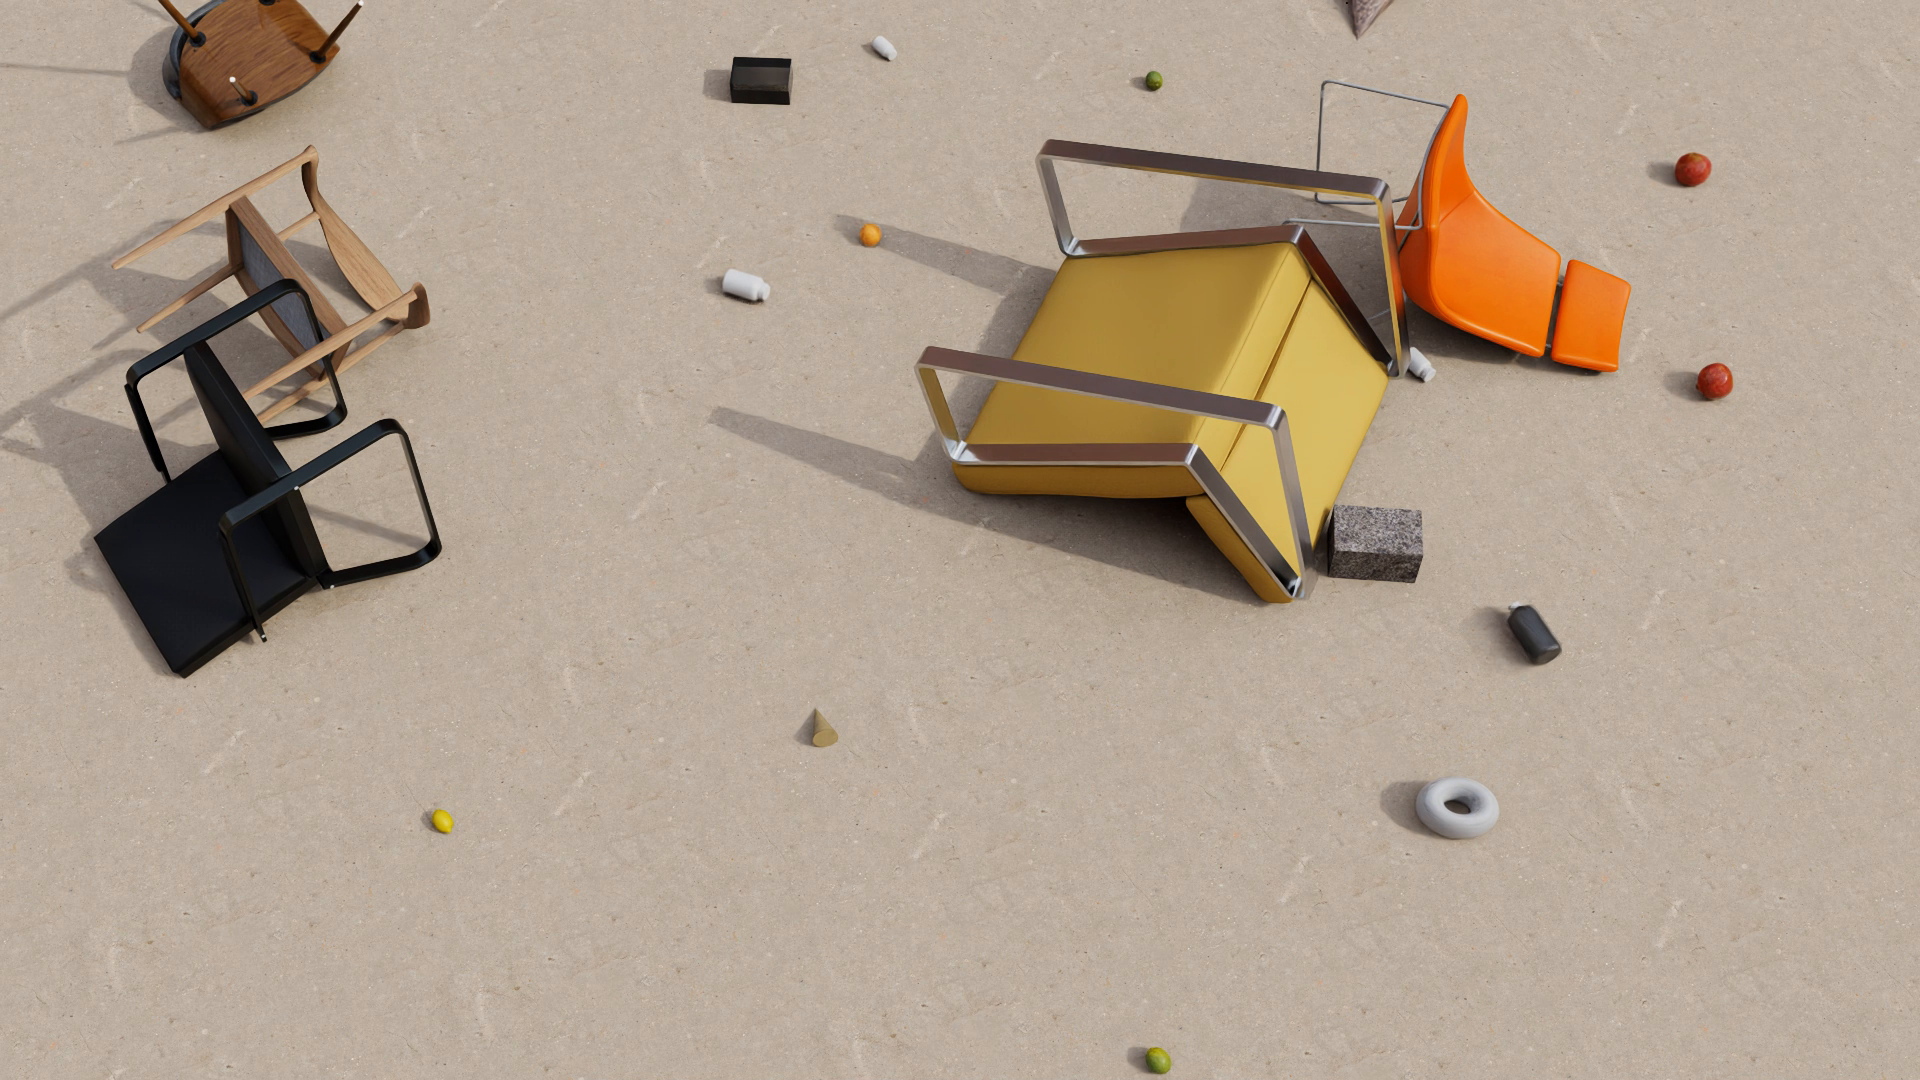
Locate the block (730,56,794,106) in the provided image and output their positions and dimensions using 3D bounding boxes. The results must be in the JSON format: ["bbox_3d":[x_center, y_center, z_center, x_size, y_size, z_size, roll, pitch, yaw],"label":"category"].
[{"bbox_3d":[-0.683,-1.583,7.581,0.201,0.092,0.131,2,56,1],"label":"block"}]

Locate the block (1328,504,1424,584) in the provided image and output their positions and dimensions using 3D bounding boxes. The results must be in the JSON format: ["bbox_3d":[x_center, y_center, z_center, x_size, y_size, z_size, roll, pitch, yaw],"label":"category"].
[{"bbox_3d":[1.221,0.012,6.478,0.255,0.146,0.162,4,56,3],"label":"block"}]

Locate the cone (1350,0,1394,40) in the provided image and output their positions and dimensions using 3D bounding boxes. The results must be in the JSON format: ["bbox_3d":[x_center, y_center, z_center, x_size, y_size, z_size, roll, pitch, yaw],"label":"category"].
[{"bbox_3d":[1.448,-1.898,7.809,0.264,0.130,0.311,13,69,15],"label":"cone"}]

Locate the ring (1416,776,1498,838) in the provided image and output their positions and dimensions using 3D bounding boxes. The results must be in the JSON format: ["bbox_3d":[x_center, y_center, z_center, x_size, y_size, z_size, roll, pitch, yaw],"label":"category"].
[{"bbox_3d":[1.362,0.733,6.023,0.226,0.101,0.170,8,58,4],"label":"ring"}]
